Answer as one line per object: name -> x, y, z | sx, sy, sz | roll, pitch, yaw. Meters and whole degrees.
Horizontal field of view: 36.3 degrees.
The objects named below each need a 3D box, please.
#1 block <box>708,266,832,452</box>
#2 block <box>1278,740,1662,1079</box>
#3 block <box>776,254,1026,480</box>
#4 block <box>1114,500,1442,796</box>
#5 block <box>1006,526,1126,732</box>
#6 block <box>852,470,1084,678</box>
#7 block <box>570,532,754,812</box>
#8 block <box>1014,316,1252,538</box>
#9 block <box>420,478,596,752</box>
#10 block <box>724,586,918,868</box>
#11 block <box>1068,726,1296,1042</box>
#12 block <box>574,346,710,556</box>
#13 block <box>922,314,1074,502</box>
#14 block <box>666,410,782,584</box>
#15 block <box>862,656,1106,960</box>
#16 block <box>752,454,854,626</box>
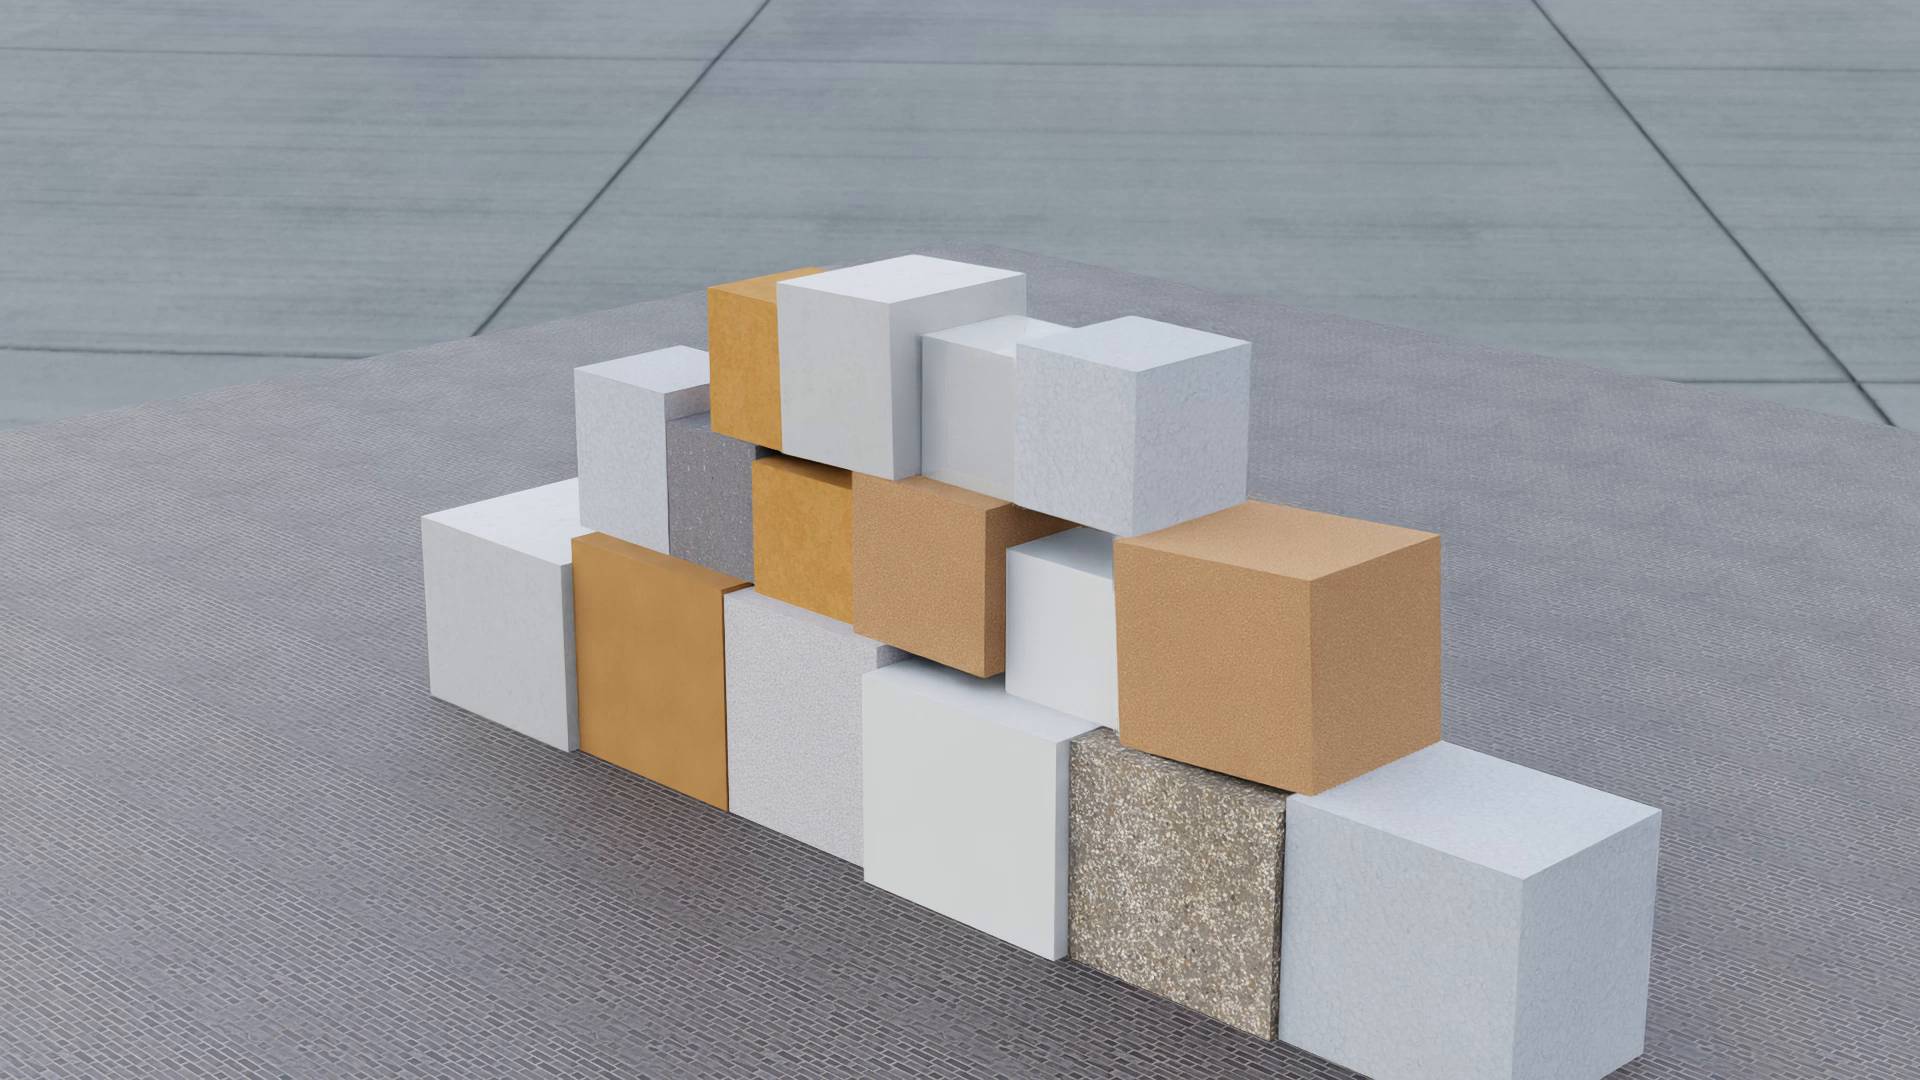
block -> -0.726, -0.853, 13.856 | 0.658, 0.698, 0.640 | -17, 24, -42
block -> 2.018, 1.540, 11.683 | 0.937, 1.056, 1.118 | -17, 24, -42
block -> -0.256, -0.801, 13.337 | 0.858, 0.795, 0.734 | -17, 22, -42
block -> 1.312, 0.419, 12.104 | 0.852, 0.886, 1.025 | -17, 20, -42
block -> 0.675, 0.364, 12.737 | 0.618, 0.660, 0.727 | -17, 24, -42
block -> 0.130, 0.051, 13.228 | 0.900, 0.765, 0.836 | -17, 24, -42
block -> -1.157, 0.539, 14.749 | 1.063, 1.128, 1.147 | -17, 24, -42
block -> 0.730, -0.493, 12.440 | 0.728, 0.709, 0.675 | -17, 24, -42
block -> -1.991, 0.351, 15.566 | 1.195, 0.998, 1.194 | -17, 24, -42
block -> -0.374, 0.785, 14.005 | 1.047, 1.105, 1.047 | -17, 24, -42
block -> 1.238, 1.324, 12.469 | 1.073, 0.996, 1.117 | -17, 24, -42
block -> -1.427, -0.462, 14.691 | 0.690, 0.817, 0.700 | -17, 24, -42
block -> 0.262, -0.581, 12.897 | 0.573, 0.643, 0.640 | -17, 24, -42
block -> -0.952, -0.251, 14.242 | 0.661, 0.683, 0.647 | -17, 24, -42
block -> 0.402, 1.078, 13.239 | 1.186, 1.004, 1.188 | -17, 24, -42
block -> -0.432, -0.065, 13.795 | 0.779, 0.643, 0.749 | -17, 24, -42
